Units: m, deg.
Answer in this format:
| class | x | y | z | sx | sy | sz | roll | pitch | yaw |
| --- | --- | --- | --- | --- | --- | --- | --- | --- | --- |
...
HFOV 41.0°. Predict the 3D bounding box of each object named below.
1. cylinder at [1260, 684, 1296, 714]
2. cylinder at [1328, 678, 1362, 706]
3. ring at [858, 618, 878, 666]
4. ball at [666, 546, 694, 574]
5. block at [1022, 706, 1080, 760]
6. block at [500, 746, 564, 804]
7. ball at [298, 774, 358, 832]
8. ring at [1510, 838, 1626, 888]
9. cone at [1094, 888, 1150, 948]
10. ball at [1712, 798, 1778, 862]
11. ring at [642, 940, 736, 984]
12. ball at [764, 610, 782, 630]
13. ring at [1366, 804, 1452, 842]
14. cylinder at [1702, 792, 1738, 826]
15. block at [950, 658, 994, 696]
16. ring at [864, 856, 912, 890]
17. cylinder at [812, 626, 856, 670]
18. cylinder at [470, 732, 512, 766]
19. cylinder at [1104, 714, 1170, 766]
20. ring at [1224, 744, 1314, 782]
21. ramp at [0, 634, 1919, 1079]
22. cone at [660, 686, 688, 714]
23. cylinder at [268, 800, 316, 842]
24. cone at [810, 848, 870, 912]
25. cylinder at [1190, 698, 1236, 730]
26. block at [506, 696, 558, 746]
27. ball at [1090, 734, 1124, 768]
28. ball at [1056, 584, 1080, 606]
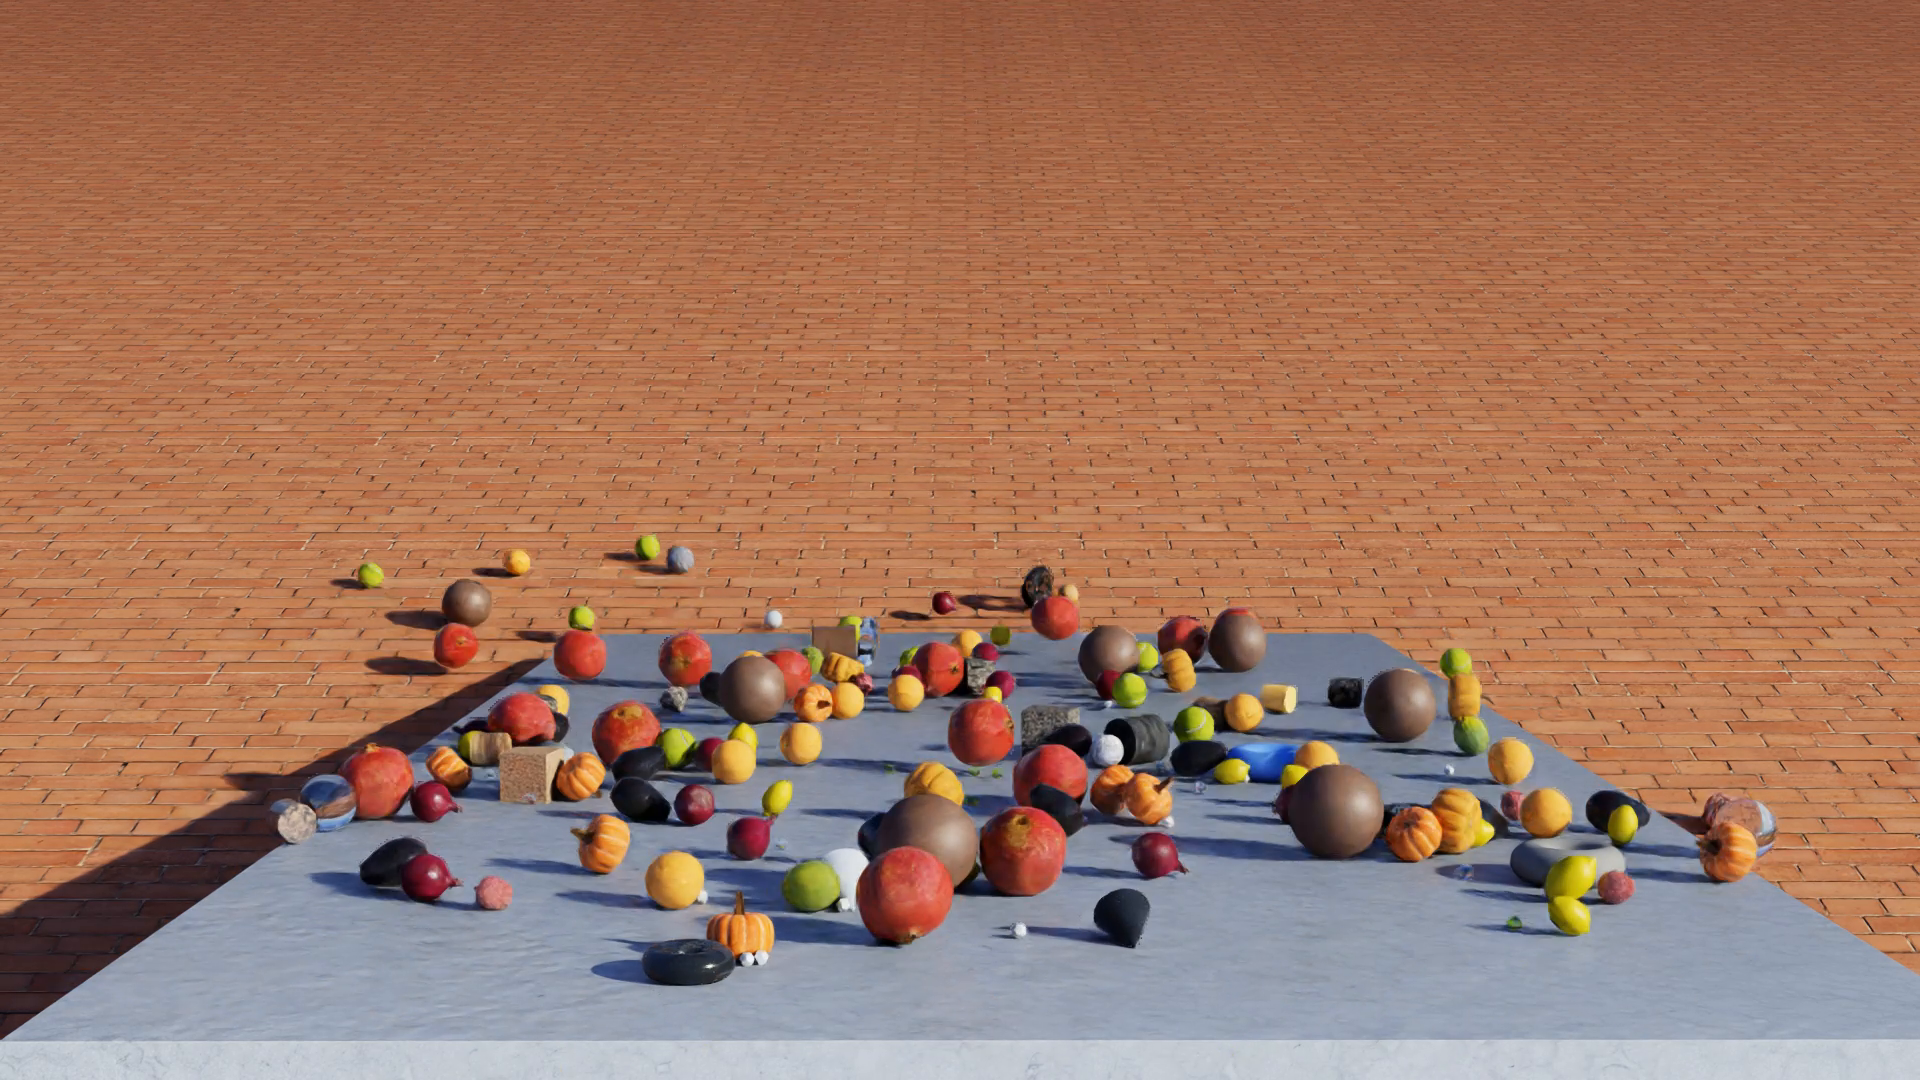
| class | x | y | z | sx | sy | sz | roll | pitch | yaw |
| --- | --- | --- | --- | --- | --- | --- | --- | --- | --- |
| cylinder | 0.620 | 0.309 | 4.996 | 0.052 | 0.052 | 0.052 | 10 | 22 | 32 |
| cylinder | 0.766 | 0.302 | 5.097 | 0.054 | 0.054 | 0.054 | 1 | 18 | 25 |
| ring | -0.207 | 0.229 | 5.791 | 0.037 | 0.111 | 0.111 | 9 | 20 | 3 |
| ball | -0.785 | 0.056 | 7.210 | 0.076 | 0.076 | 0.076 | 0 | 20 | 0 |
| block | 0.156 | 0.332 | 4.425 | 0.082 | 0.082 | 0.082 | 1 | 4 | 16 |
| block | -0.664 | 0.364 | 3.981 | 0.076 | 0.076 | 0.076 | 1 | 4 | 12 |
| ball | -0.912 | 0.378 | 3.700 | 0.083 | 0.083 | 0.083 | 0 | 20 | 0 |
| ring | 0.789 | 0.419 | 3.334 | 0.146 | 0.049 | 0.146 | 0 | 3 | 0 |
| cone | 0.195 | 0.451 | 2.971 | 0.067 | 0.067 | 0.067 | -3 | 31 | -9 |
| ball | 1.068 | 0.394 | 3.494 | 0.085 | 0.085 | 0.085 | 0 | 20 | 0 |
| ring | -0.296 | 0.461 | 2.805 | 0.102 | 0.034 | 0.102 | 1 | 5 | 0 |
| ball | -0.496 | 0.211 | 6.812 | 0.051 | 0.051 | 0.051 | 0 | 20 | 0 |
| ring | 0.640 | 0.402 | 3.655 | 0.122 | 0.041 | 0.122 | -1 | 5 | 0 |
| cylinder | 1.694 | 0.603 | 5.672 | 0.077 | 0.077 | 0.077 | 13 | 24 | 36 |
| block | 0.025 | 0.282 | 5.307 | 0.068 | 0.068 | 0.068 | -2 | 4 | -33 |
| ring | -0.112 | 0.428 | 3.309 | 0.101 | 0.034 | 0.101 | -2 | 1 | 0 |
| cylinder | -0.279 | 0.240 | 5.705 | 0.099 | 0.099 | 0.099 | -1 | 20 | -3 |
| cylinder | -0.791 | 0.352 | 4.328 | 0.055 | 0.055 | 0.055 | 0 | 20 | 9 |
| cylinder | 0.298 | 0.338 | 4.339 | 0.080 | 0.080 | 0.080 | -3 | 17 | -40 |
| ring | 0.505 | 0.364 | 4.196 | 0.145 | 0.048 | 0.145 | 0 | 5 | 0 |
| ramp | 0.046 | 0.416 | 4.535 | 2.000 | 0.100 | 4.000 | 0 | 4 | 0 |
| cone | -0.552 | 0.324 | 5.008 | 0.054 | 0.054 | 0.054 | -6 | 32 | -17 |
| cylinder | -0.945 | 0.397 | 3.626 | 0.056 | 0.056 | 0.056 | -11 | 1 | -27 |
| cone | -0.140 | 0.436 | 3.175 | 0.078 | 0.078 | 0.078 | -5 | 31 | -14 |
| cylinder | 0.469 | 0.322 | 4.758 | 0.059 | 0.059 | 0.059 | -15 | 8 | -36 |
| block | -0.767 | 0.323 | 4.596 | 0.079 | 0.079 | 0.079 | -1 | 4 | -21 |
| ball | 0.246 | 0.353 | 4.295 | 0.057 | 0.057 | 0.057 | 0 | 20 | 0 |
| ball | 0.293 | 0.150 | 6.970 | 0.060 | 0.060 | 0.060 | 0 | 20 | 0 |
